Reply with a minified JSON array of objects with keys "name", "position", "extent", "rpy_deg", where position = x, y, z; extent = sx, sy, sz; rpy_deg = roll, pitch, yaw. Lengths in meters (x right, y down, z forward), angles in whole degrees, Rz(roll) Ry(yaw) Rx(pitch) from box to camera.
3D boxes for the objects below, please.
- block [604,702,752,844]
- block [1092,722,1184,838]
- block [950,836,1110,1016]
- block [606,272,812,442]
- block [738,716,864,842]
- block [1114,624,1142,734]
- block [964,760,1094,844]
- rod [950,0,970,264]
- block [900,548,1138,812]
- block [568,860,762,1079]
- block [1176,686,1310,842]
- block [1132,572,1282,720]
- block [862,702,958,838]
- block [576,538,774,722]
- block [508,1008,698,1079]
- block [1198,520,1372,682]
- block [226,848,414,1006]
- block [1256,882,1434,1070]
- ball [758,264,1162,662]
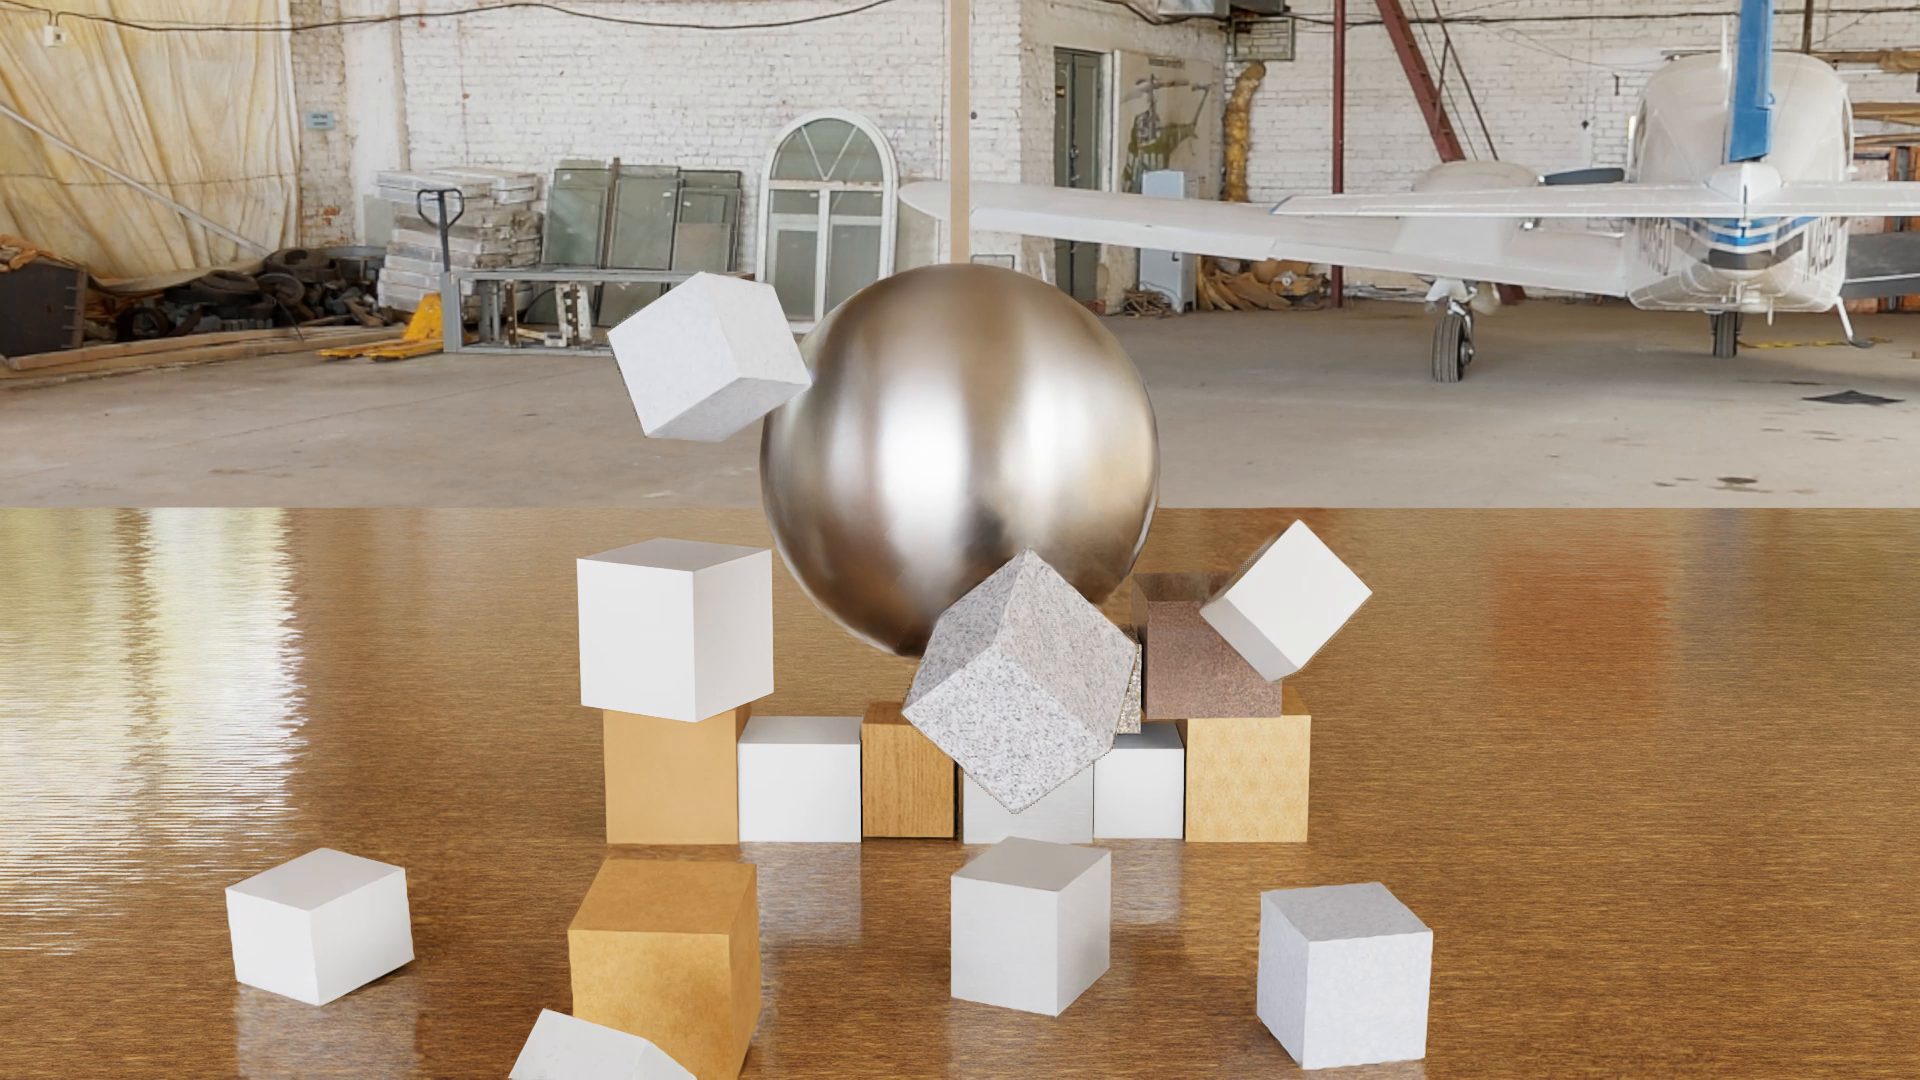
[{"name":"block","position":[-1.445,1.135,11.375],"extent":[0.663,0.698,0.652],"rpy_deg":[0,10,2]},{"name":"block","position":[0.907,1.241,11.423],"extent":[0.454,0.471,0.531],"rpy_deg":[0,10,0]},{"name":"block","position":[0.302,1.610,9.236],"extent":[0.476,0.528,0.581],"rpy_deg":[5,11,25]},{"name":"block","position":[-0.917,-0.665,8.074],"extent":[0.464,0.420,0.452],"rpy_deg":[-29,-14,27]},{"name":"block","position":[-0.805,1.230,11.370],"extent":[0.619,0.512,0.541],"rpy_deg":[0,10,2]},{"name":"block","position":[0.636,0.706,11.277],"extent":[0.527,0.456,0.495],"rpy_deg":[0,10,-2]},{"name":"block","position":[0.345,1.203,11.385],"extent":[0.652,0.560,0.639],"rpy_deg":[0,10,0]},{"name":"rod","position":[0.000,-3.616,9.497],"extent":[0.080,5.200,0.080],"rpy_deg":[0,-13,0]},{"name":"block","position":[0.207,0.466,7.377],"extent":[0.455,0.526,0.560],"rpy_deg":[-39,17,33]},{"name":"block","position":[-1.124,1.657,8.494],"extent":[0.603,0.629,0.594],"rpy_deg":[1,18,5]},{"name":"block","position":[1.452,1.151,11.389],"extent":[0.616,0.661,0.611],"rpy_deg":[0,10,0]},{"name":"block","position":[1.254,0.530,11.278],"extent":[0.674,0.601,0.726],"rpy_deg":[-1,10,-2]},{"name":"block","position":[-0.253,1.181,11.390],"extent":[0.467,0.582,0.539],"rpy_deg":[0,8,2]},{"name":"block","position":[-1.435,0.440,11.146],"extent":[0.702,0.751,0.686],"rpy_deg":[6,12,28]},{"name":"block","position":[-1.216,1.908,7.310],"extent":[0.463,0.477,0.408],"rpy_deg":[7,-31,33]},{"name":"block","position":[1.558,0.299,10.590],"extent":[0.522,0.491,0.529],"rpy_deg":[-45,-2,-12]},{"name":"block","position":[-2.710,1.630,9.326],"extent":[0.512,0.420,0.522],"rpy_deg":[7,16,32]},{"name":"block","position":[1.502,1.704,8.644],"extent":[0.503,0.527,0.505],"rpy_deg":[-2,14,-13]},{"name":"ball","position":[0.000,-0.297,8.759],"extent":[1.600,1.600,1.600],"rpy_deg":[0,10,0]}]
